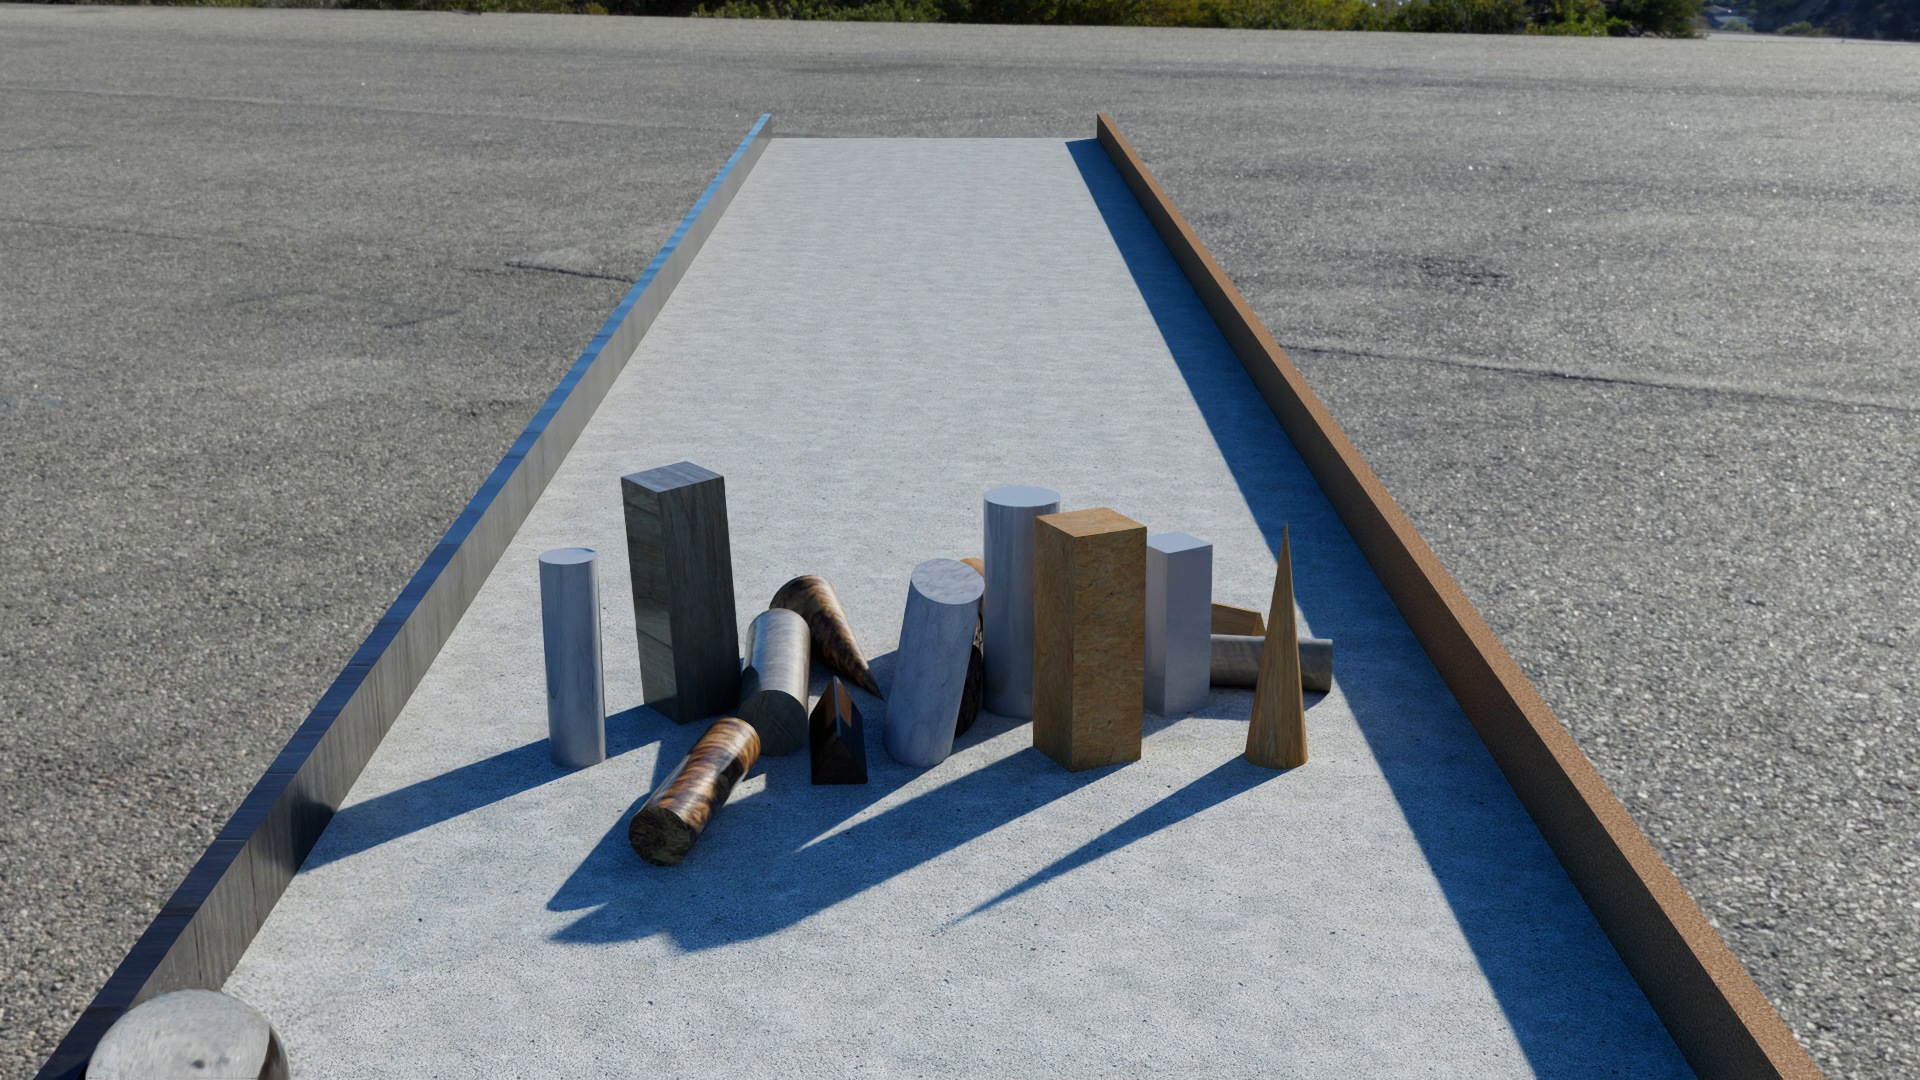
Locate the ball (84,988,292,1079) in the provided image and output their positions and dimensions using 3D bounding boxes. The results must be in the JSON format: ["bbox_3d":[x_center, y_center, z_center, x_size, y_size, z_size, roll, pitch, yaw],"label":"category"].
[{"bbox_3d":[-0.918,0.654,2.616,0.235,0.235,0.235,0,17,0],"label":"ball"}]

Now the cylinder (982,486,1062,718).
[{"bbox_3d":[0.115,0.116,4.116,0.144,0.411,0.144,0,17,0],"label":"cylinder"}]

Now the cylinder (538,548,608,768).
[{"bbox_3d":[-0.680,0.207,3.870,0.101,0.376,0.101,0,17,0],"label":"cylinder"}]

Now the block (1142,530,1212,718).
[{"bbox_3d":[0.397,0.158,4.127,0.104,0.323,0.104,-11,20,-30],"label":"block"}]

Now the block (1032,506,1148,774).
[{"bbox_3d":[0.227,0.175,3.882,0.142,0.431,0.142,-8,18,-26],"label":"block"}]

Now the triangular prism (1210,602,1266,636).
[{"bbox_3d":[0.406,0.158,4.489,0.458,0.112,0.129,12,20,34],"label":"triangular prism"}]

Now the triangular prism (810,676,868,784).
[{"bbox_3d":[-0.220,0.336,3.943,0.095,0.083,0.316,-1,17,-4],"label":"triangular prism"}]

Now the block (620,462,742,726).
[{"bbox_3d":[-0.515,0.098,4.091,0.138,0.452,0.138,-16,23,-33],"label":"block"}]

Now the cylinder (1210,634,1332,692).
[{"bbox_3d":[0.500,0.233,4.266,0.434,0.100,0.100,2,17,7],"label":"cylinder"}]

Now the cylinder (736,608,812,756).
[{"bbox_3d":[-0.346,0.260,4.128,0.128,0.128,0.459,-1,17,-3],"label":"cylinder"}]

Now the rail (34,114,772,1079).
[{"bbox_3d":[-1.118,-0.838,7.780,0.050,0.150,12.000,0,17,-1],"label":"rail"}]

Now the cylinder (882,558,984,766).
[{"bbox_3d":[-0.049,0.216,3.819,0.125,0.369,0.125,7,36,-5],"label":"cylinder"}]

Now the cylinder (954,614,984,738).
[{"bbox_3d":[-0.029,0.240,4.165,0.144,0.144,0.397,1,17,3],"label":"cylinder"}]

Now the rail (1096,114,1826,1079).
[{"bbox_3d":[0.932,-0.844,7.801,0.050,0.150,12.000,0,17,-1],"label":"rail"}]

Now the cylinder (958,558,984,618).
[{"bbox_3d":[0.107,0.160,4.415,0.157,0.157,0.378,-9,19,-27],"label":"cylinder"}]

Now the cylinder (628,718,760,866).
[{"bbox_3d":[-0.436,0.413,3.659,0.102,0.102,0.396,3,17,11],"label":"cylinder"}]

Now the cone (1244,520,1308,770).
[{"bbox_3d":[0.564,0.173,3.861,0.113,0.447,0.113,0,17,0],"label":"cone"}]

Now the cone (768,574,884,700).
[{"bbox_3d":[-0.233,0.224,4.342,0.154,0.154,0.385,-9,30,-27],"label":"cone"}]
